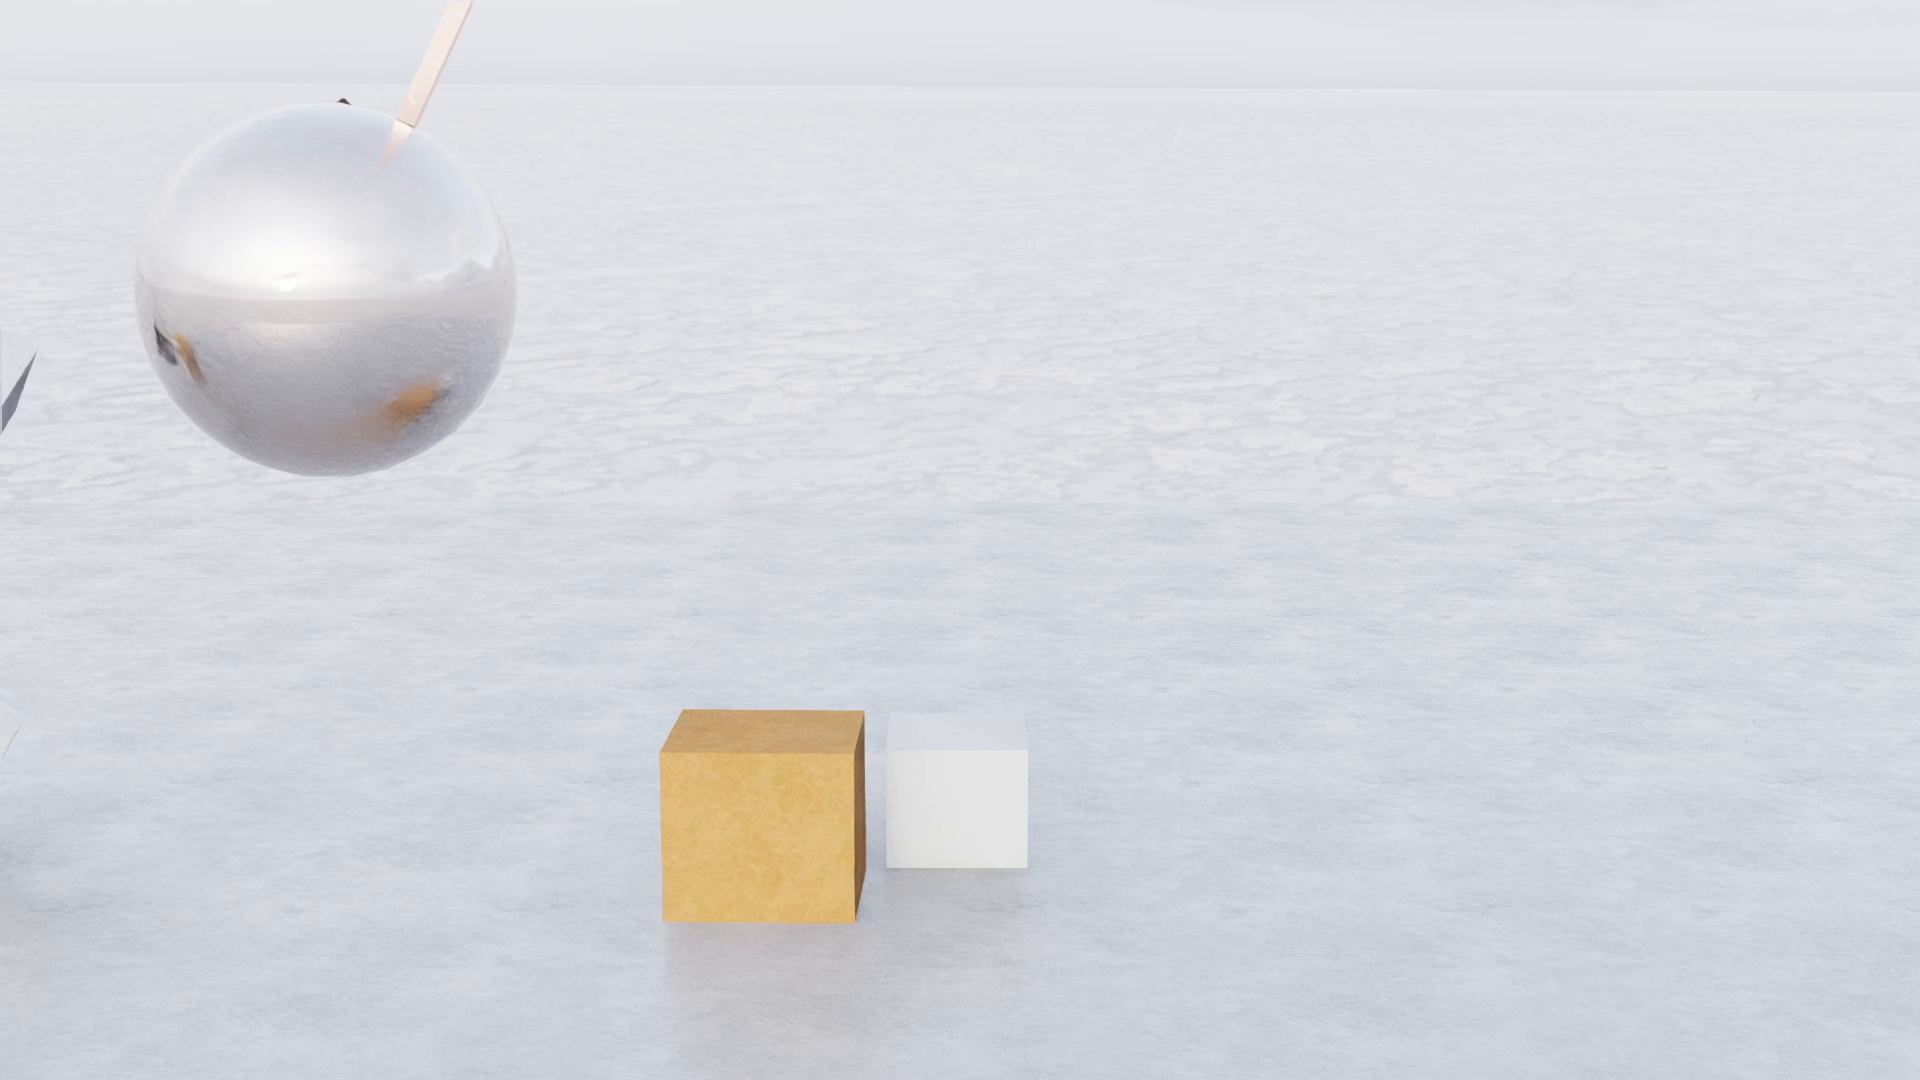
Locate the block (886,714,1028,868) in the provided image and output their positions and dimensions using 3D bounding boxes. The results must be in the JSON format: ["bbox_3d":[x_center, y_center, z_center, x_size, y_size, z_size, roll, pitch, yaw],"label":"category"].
[{"bbox_3d":[-0.014,1.141,11.771,0.631,0.543,0.670,0,10,0],"label":"block"}]

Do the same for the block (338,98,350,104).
[{"bbox_3d":[-2.920,-1.681,11.940,0.432,0.487,0.411,-24,20,52],"label":"block"}]

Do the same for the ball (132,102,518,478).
[{"bbox_3d":[-2.703,-1.065,10.987,1.600,1.600,1.600,0,10,0],"label":"ball"}]

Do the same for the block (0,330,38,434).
[{"bbox_3d":[-4.235,-0.642,10.774,0.479,0.479,0.406,27,46,-14],"label":"block"}]

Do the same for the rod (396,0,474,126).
[{"bbox_3d":[-1.171,-4.052,10.444,0.080,5.200,0.080,26,9,-5],"label":"rod"}]

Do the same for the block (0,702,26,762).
[{"bbox_3d":[-4.714,0.986,11.647,0.618,0.644,0.506,29,0,-15],"label":"block"}]

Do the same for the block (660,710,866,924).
[{"bbox_3d":[-0.833,1.177,11.046,0.807,0.732,0.744,0,10,1],"label":"block"}]
